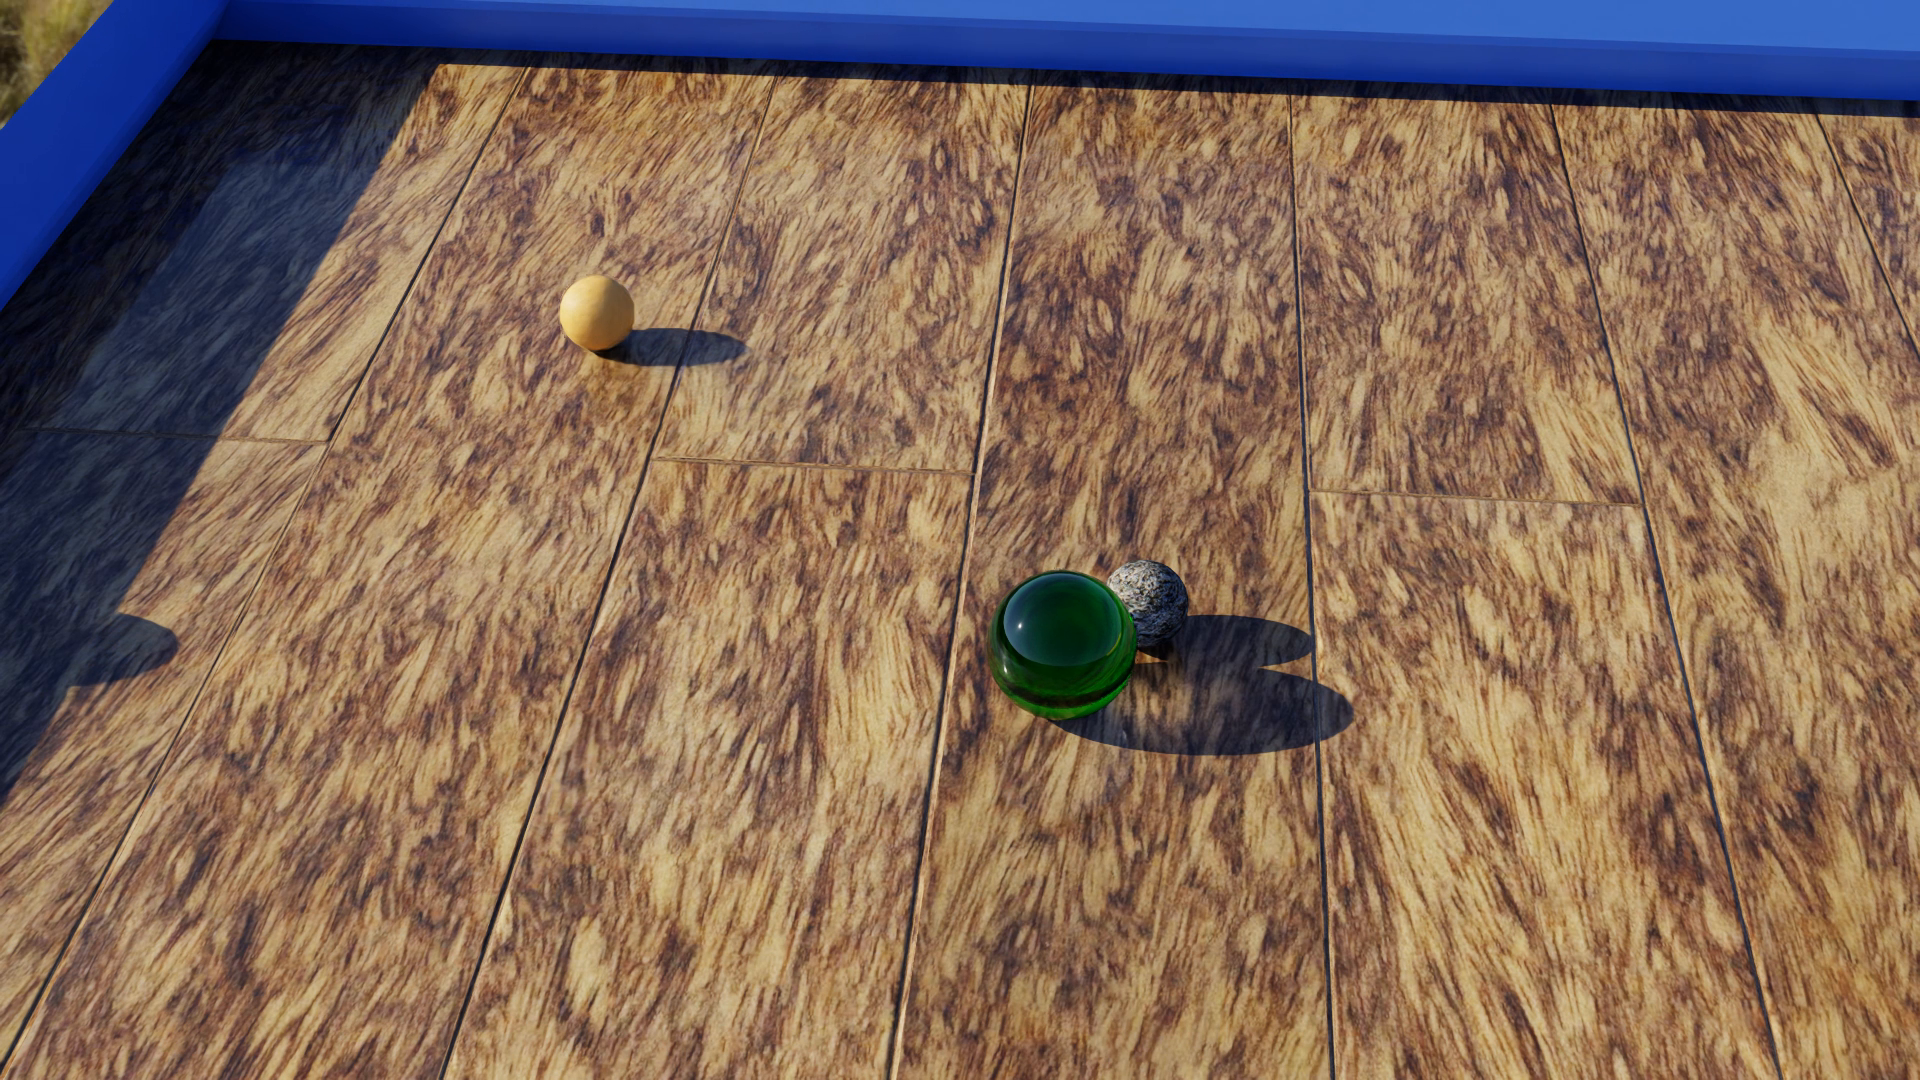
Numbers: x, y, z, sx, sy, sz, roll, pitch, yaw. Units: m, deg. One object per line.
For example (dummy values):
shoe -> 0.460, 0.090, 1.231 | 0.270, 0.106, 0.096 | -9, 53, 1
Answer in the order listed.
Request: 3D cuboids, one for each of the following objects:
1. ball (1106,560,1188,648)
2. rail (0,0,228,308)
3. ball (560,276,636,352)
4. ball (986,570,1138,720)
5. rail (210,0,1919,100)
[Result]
ball -> 0.126, 0.044, 1.758 | 0.061, 0.061, 0.061 | 0, 35, 0
rail -> -0.807, -0.064, 1.850 | 0.045, 0.129, 1.726 | 3, 35, 4
ball -> -0.294, -0.184, 2.080 | 0.061, 0.061, 0.061 | 0, 35, 0
ball -> 0.067, 0.069, 1.688 | 0.099, 0.099, 0.099 | 0, 35, 0
rail -> 0.902, -0.466, 2.419 | 3.334, 0.129, 0.045 | 3, 35, 4
